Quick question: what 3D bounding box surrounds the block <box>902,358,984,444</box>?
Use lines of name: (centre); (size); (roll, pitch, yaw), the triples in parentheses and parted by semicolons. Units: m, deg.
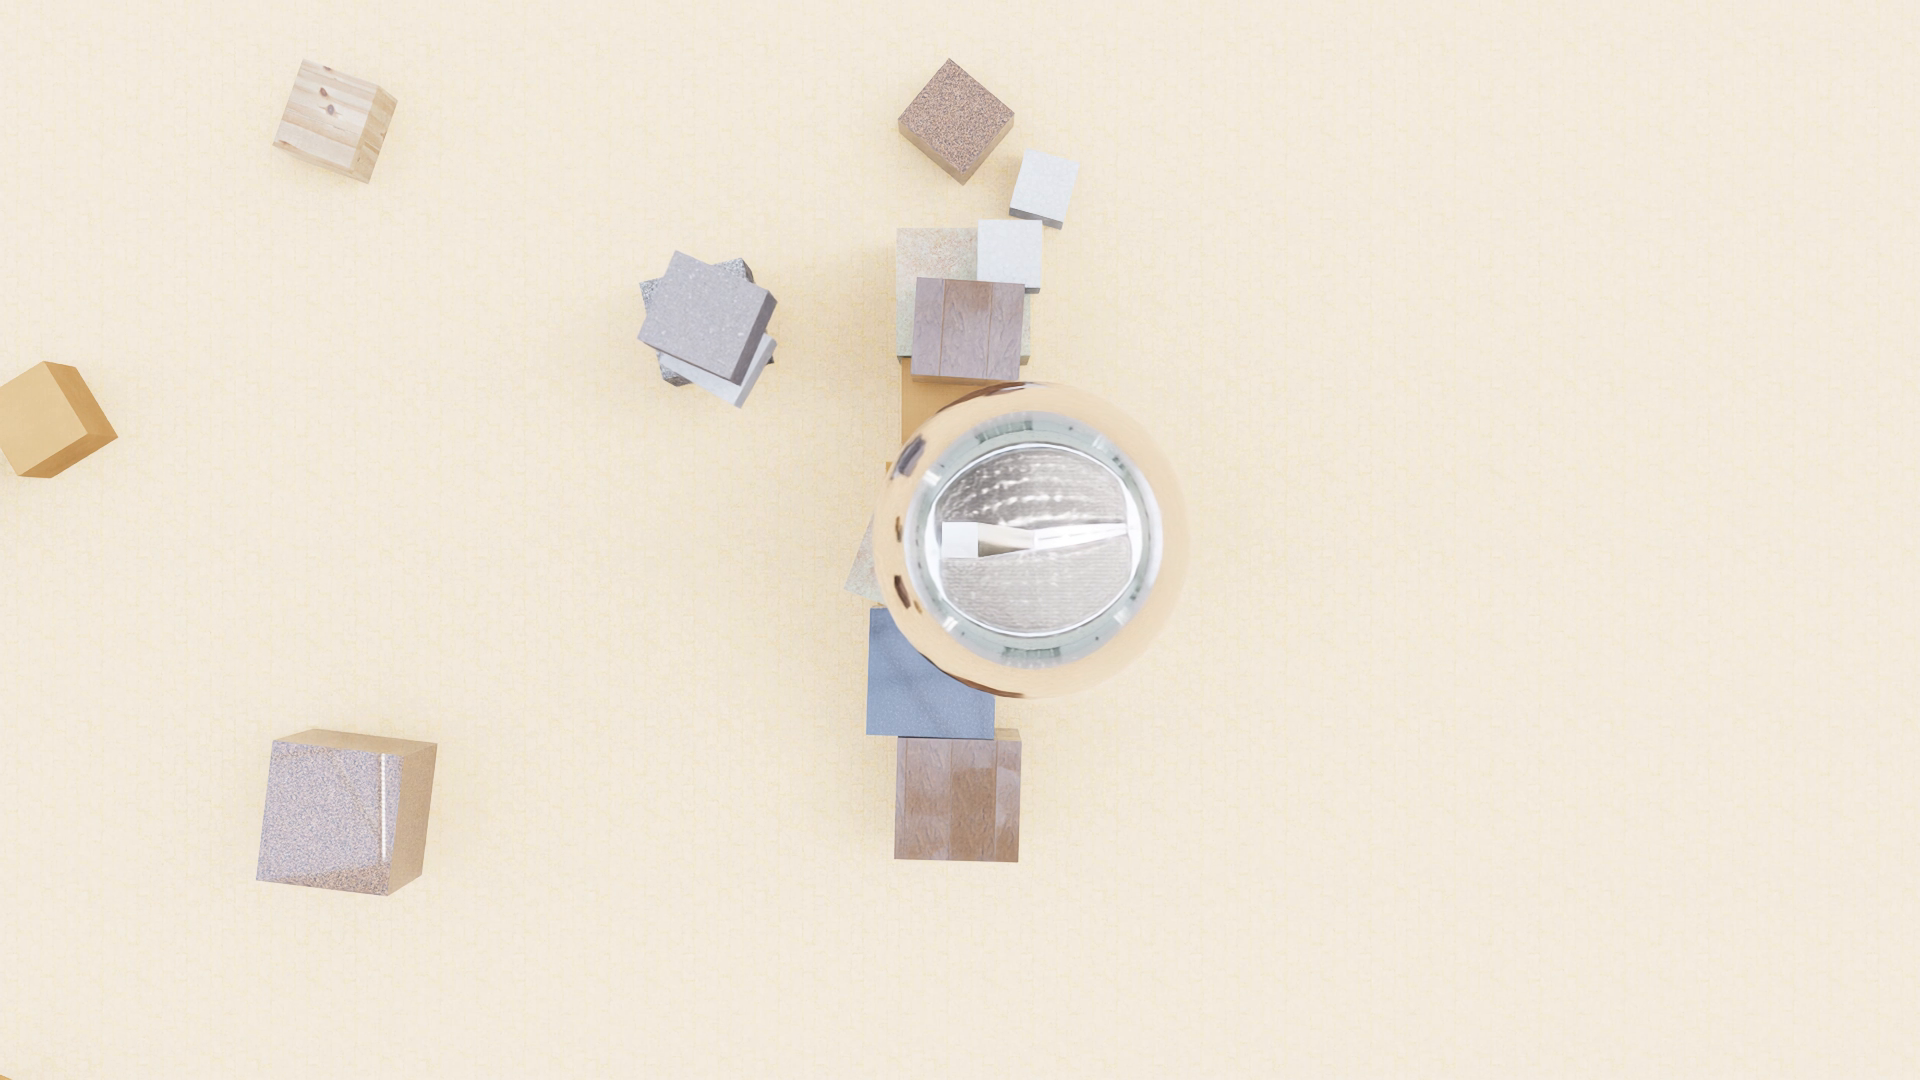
block: (-0.017, -0.744, 12.685); (0.625, 0.629, 0.560); (0, 90, 0)

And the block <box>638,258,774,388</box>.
block: (-1.453, -1.249, 12.697); (0.597, 0.605, 0.563); (-14, 90, 0)

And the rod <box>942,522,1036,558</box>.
rod: (0.154, 0.000, 7.604); (0.080, 5.200, 0.080); (0, 90, 3)

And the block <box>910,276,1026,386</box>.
block: (0.041, -1.123, 11.996); (0.578, 0.586, 0.518); (4, 90, 0)

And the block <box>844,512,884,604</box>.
block: (-0.295, 0.130, 11.968); (0.514, 0.472, 0.482); (21, 90, 0)

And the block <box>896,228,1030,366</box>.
block: (0.019, -1.389, 12.644); (0.750, 0.711, 0.713); (0, 90, 0)

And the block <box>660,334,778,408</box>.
block: (-1.335, -1.039, 12.202); (0.469, 0.385, 0.428); (30, 90, 0)

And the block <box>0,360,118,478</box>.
block: (-5.300, -0.693, 12.770); (0.469, 0.460, 0.488); (-31, 90, 0)

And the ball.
ball: (0.356, 0.000, 10.998); (1.600, 1.600, 1.600); (0, 90, 0)

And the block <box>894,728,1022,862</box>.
block: (-0.012, 1.442, 12.589); (0.691, 0.821, 0.674); (2, 90, 0)

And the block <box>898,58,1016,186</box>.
block: (-0.022, -2.425, 12.789); (0.494, 0.421, 0.461); (40, 90, 0)

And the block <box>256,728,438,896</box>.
block: (-3.500, 1.547, 12.608); (0.738, 0.784, 0.785); (7, 90, 0)

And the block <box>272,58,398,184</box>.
block: (-3.625, -2.427, 12.781); (0.458, 0.439, 0.528); (20, 90, 0)

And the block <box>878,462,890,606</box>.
block: (-0.095, -0.016, 12.602); (0.680, 0.795, 0.796); (3, 90, 0)

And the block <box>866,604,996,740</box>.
block: (-0.156, 0.745, 12.624); (0.715, 0.752, 0.706); (2, 90, 0)

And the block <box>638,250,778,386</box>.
block: (-1.341, -1.176, 11.736); (0.531, 0.545, 0.507); (24, 90, 0)

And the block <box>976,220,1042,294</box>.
block: (0.269, -1.561, 12.132); (0.349, 0.314, 0.367); (1, 90, 0)

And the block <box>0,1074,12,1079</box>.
block: (-5.532, 3.524, 12.744); (0.542, 0.511, 0.565); (23, 90, 0)

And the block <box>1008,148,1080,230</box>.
block: (0.490, -2.046, 12.834); (0.325, 0.332, 0.354); (16, 90, 0)
